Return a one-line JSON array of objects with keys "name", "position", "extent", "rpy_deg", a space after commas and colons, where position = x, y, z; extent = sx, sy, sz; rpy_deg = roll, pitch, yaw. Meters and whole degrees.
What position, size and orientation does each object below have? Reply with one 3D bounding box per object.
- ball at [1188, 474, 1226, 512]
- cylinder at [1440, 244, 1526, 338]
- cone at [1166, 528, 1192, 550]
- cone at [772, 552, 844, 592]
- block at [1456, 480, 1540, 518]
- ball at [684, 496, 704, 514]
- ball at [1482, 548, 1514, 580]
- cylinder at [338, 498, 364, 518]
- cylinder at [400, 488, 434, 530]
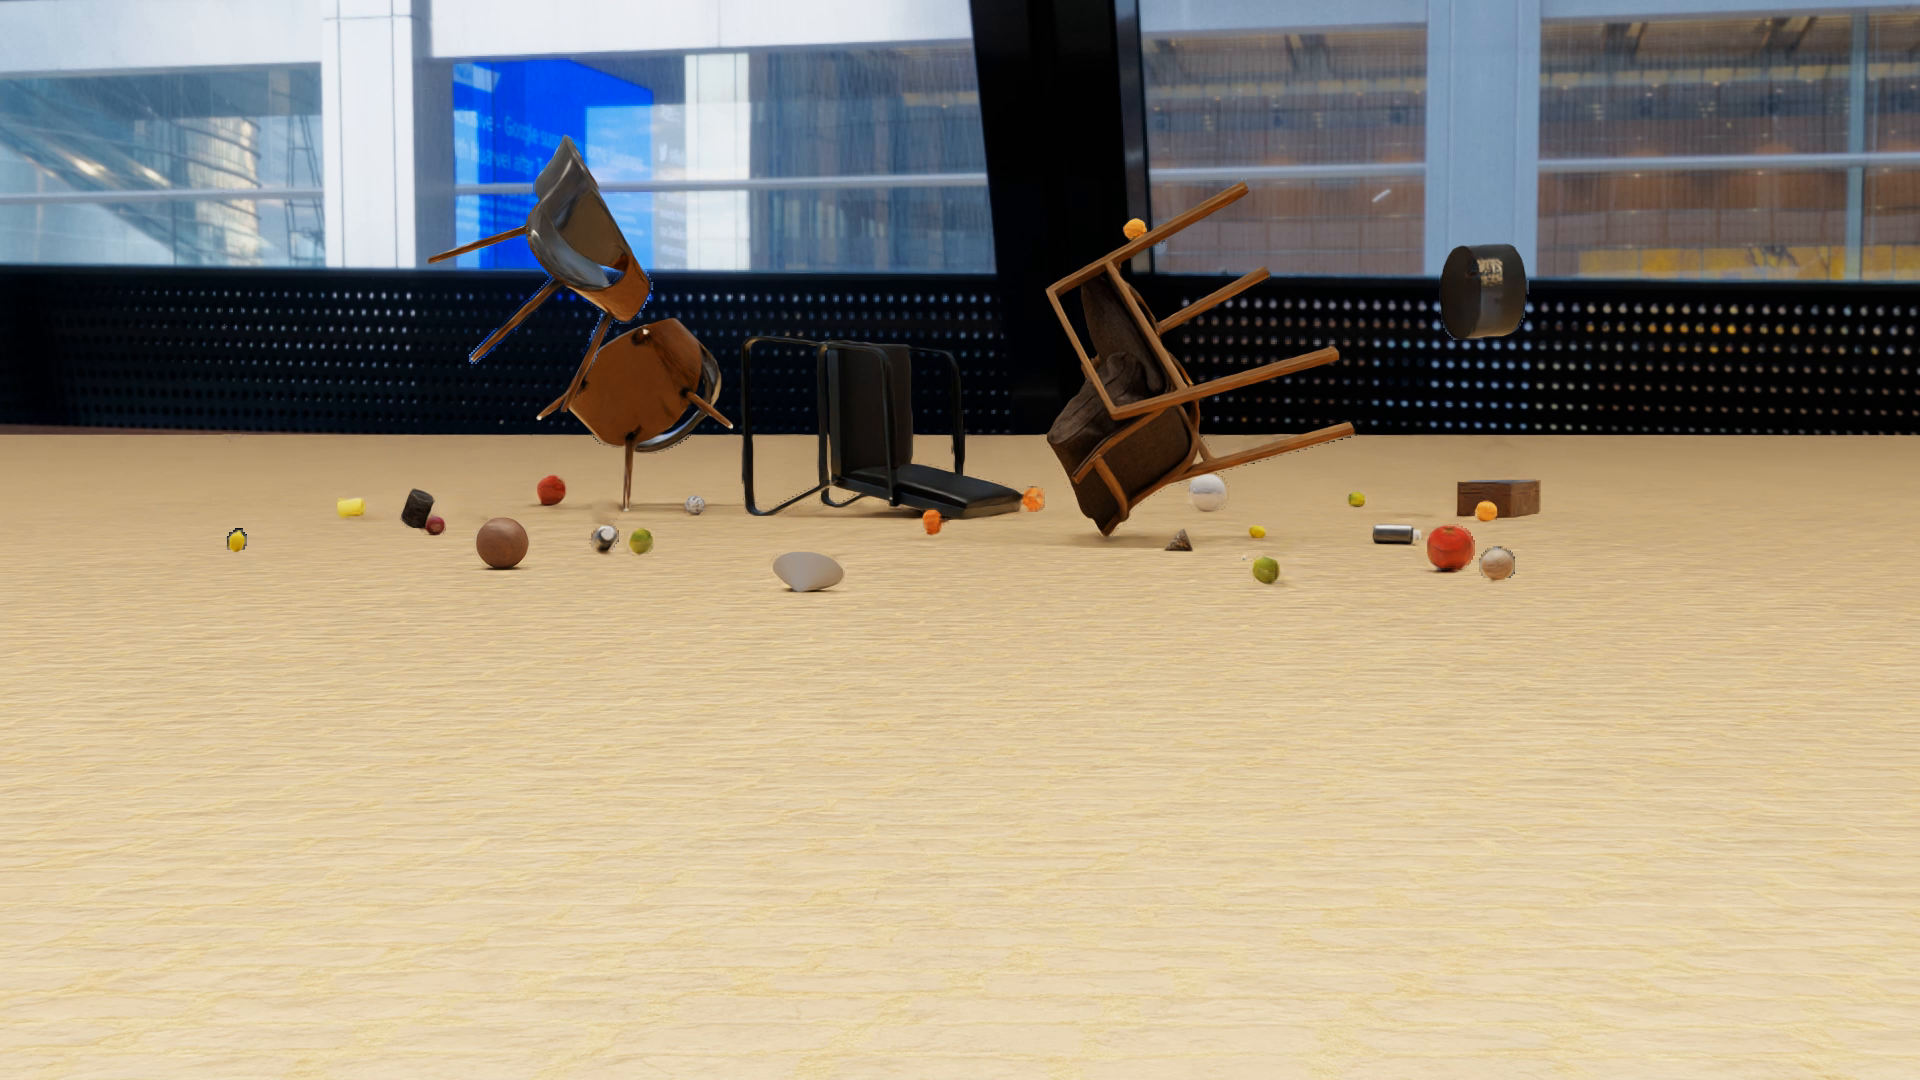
[{"name": "ball", "position": [0.907, -0.173, 8.056], "extent": [0.139, 0.139, 0.139], "rpy_deg": [0, 4, 0]}, {"name": "cylinder", "position": [1.187, -0.565, 4.990], "extent": [0.132, 0.210, 0.137], "rpy_deg": [-7, 13, -29]}, {"name": "cone", "position": [0.599, 0.014, 6.113], "extent": [0.076, 0.067, 0.070], "rpy_deg": [-30, 21, 4]}, {"name": "cone", "position": [-0.347, 0.092, 4.869], "extent": [0.168, 0.114, 0.074], "rpy_deg": [0, 42, 19]}, {"name": "block", "position": [1.920, -0.149, 7.842], "extent": [0.198, 0.120, 0.306], "rpy_deg": [3, 5, 32]}, {"name": "ball", "position": [-0.946, -0.125, 7.845], "extent": [0.071, 0.071, 0.071], "rpy_deg": [0, 4, 0]}, {"name": "ball", "position": [1.262, 0.058, 5.163], "extent": [0.074, 0.074, 0.074], "rpy_deg": [0, 4, 0]}, {"name": "cylinder", "position": [-2.118, -0.111, 7.650], "extent": [0.080, 0.057, 0.078], "rpy_deg": [-9, 19, -5]}, {"name": "cylinder", "position": [-1.741, -0.099, 7.053], "extent": [0.075, 0.096, 0.096], "rpy_deg": [10, 22, -41]}]
